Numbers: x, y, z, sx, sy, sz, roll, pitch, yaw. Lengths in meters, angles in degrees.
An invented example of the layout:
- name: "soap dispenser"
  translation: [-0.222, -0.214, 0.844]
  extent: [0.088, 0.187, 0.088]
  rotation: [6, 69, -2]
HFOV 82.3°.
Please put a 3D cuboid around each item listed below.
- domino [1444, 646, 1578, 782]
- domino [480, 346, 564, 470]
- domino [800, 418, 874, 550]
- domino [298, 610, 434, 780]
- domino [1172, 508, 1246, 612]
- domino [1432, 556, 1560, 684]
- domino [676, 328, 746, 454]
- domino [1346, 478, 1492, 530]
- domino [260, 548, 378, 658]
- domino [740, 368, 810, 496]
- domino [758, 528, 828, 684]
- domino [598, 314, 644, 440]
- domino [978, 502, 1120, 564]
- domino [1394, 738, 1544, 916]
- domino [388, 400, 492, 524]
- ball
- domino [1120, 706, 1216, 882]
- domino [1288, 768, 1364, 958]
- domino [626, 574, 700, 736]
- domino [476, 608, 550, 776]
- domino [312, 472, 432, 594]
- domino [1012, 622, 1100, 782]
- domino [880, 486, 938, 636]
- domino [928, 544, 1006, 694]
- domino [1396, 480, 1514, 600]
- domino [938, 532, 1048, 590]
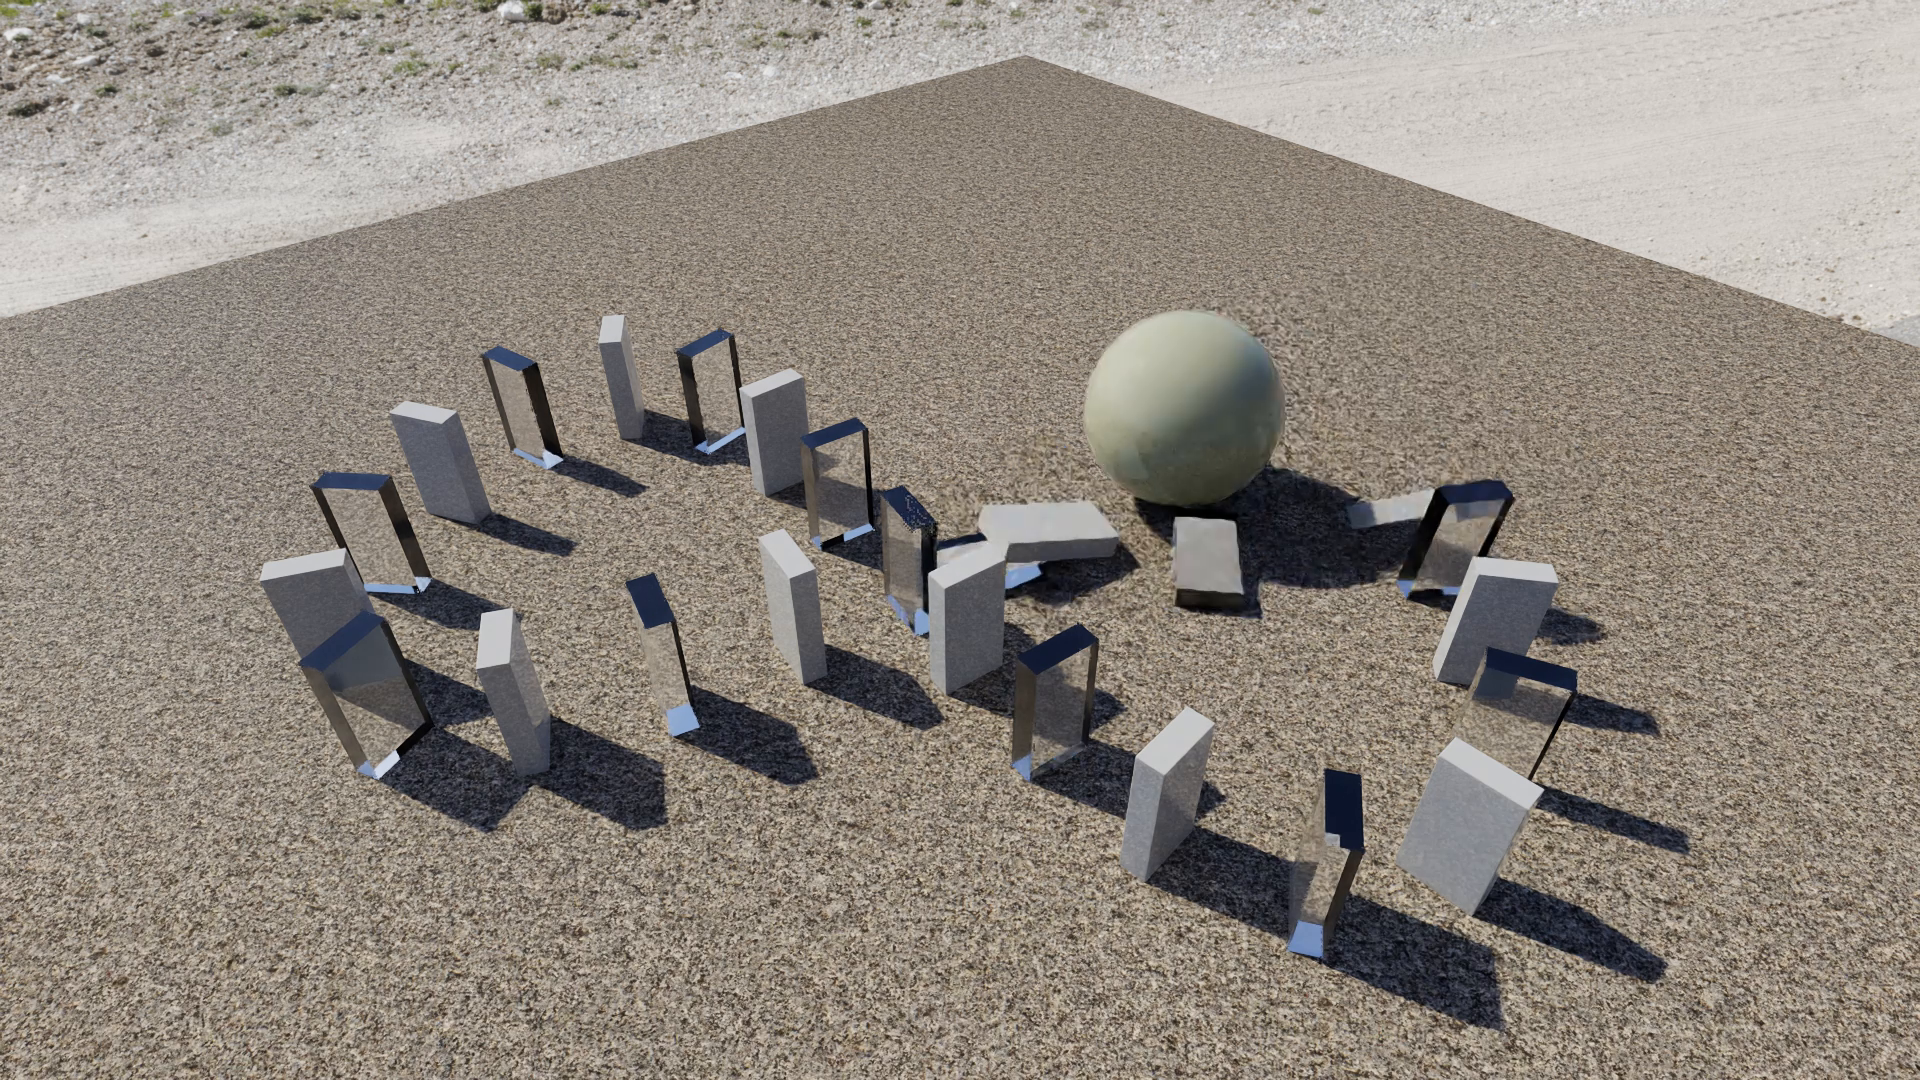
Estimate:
- name: "domino"
  translation: [0.169, 0.057, 0.341]
  extent: [0.025, 0.050, 0.010]
  rotation: [16, 42, 18]
- name: "domino"
  translation: [-0.191, -0.058, 0.482]
  extent: [0.025, 0.050, 0.009]
  rotation: [24, 45, 26]
- name: "domino"
  translation: [-0.048, -0.022, 0.438]
  extent: [0.025, 0.050, 0.009]
  rotation: [-23, 45, -26]
- name: "domino"
  translation: [-0.188, 0.050, 0.351]
  extent: [0.010, 0.050, 0.025]
  rotation: [15, 42, 18]
- name: "domino"
  translation: [0.098, 0.007, 0.435]
  extent: [0.025, 0.009, 0.050]
  rotation: [5, 40, 6]
- name: "domino"
  translation: [0.182, 0.029, 0.376]
  extent: [0.025, 0.050, 0.009]
  rotation: [6, 40, 8]
- name: "domino"
  translation: [-0.110, -0.066, 0.492]
  extent: [0.009, 0.050, 0.025]
  rotation: [26, 46, 28]
- name: "domino"
  translation: [0.181, -0.014, 0.434]
  extent: [0.025, 0.010, 0.050]
  rotation: [-10, -2, -25]
- name: "domino"
  translation: [-0.216, 0.027, 0.378]
  extent: [0.025, 0.050, 0.009]
  rotation: [-12, 41, -14]
- name: "domino"
  translation: [-0.077, -0.045, 0.467]
  extent: [0.025, 0.050, 0.009]
  rotation: [-28, 47, -30]
- name: "domino"
  translation: [-0.058, 0.024, 0.383]
  extent: [0.009, 0.050, 0.025]
  rotation: [-21, 44, -24]
- name: "domino"
  translation: [-0.154, -0.074, 0.502]
  extent: [0.010, 0.050, 0.025]
  rotation: [-6, 40, -7]
- name: "domino"
  translation: [0.035, -0.003, 0.435]
  extent: [0.050, 0.009, 0.025]
  rotation: [-3, 38, -26]
- name: "domino"
  translation: [0.143, 0.082, 0.312]
  extent: [0.010, 0.050, 0.025]
  rotation: [-31, 48, -32]
- name: "domino"
  translation: [-0.212, -0.031, 0.449]
  extent: [0.025, 0.050, 0.009]
  rotation: [12, 41, 14]
- name: "ball"
  translation: [0.091, -0.053, 0.448]
  extent: [0.080, 0.080, 0.080]
  rotation: [0, 39, 0]
- name: "domino"
  translation: [0.060, 0.075, 0.320]
  extent: [0.009, 0.050, 0.025]
  rotation: [30, 48, 32]
- name: "domino"
  translation: [0.100, 0.089, 0.302]
  extent: [0.009, 0.050, 0.025]
  rotation: [9, 40, 11]
- name: "domino"
  translation: [-0.098, 0.038, 0.364]
  extent: [0.010, 0.050, 0.025]
  rotation: [-18, 43, -21]
- name: "domino"
  translation: [-0.142, 0.049, 0.351]
  extent: [0.009, 0.050, 0.025]
  rotation: [-10, 40, -12]
- name: "domino"
  translation: [-0.220, -0.002, 0.414]
  extent: [0.025, 0.050, 0.009]
  rotation: [3, 39, 3]
- name: "domino"
  translation: [0.030, 0.052, 0.348]
  extent: [0.025, 0.050, 0.010]
  rotation: [-25, 46, -27]
- name: "domino"
  translation: [-0.018, 0.008, 0.402]
  extent: [0.009, 0.050, 0.025]
  rotation: [-20, 43, -23]
- name: "domino"
  translation: [0.002, 0.028, 0.377]
  extent: [0.025, 0.050, 0.009]
  rotation: [-25, 45, -27]
- name: "domino"
  translation: [0.184, 0.001, 0.410]
  extent: [0.025, 0.050, 0.009]
  rotation: [-5, 45, -6]
- name: "domino"
  translation: [0.006, 0.010, 0.432]
  extent: [0.050, 0.010, 0.025]
  rotation: [-12, 41, -14]
